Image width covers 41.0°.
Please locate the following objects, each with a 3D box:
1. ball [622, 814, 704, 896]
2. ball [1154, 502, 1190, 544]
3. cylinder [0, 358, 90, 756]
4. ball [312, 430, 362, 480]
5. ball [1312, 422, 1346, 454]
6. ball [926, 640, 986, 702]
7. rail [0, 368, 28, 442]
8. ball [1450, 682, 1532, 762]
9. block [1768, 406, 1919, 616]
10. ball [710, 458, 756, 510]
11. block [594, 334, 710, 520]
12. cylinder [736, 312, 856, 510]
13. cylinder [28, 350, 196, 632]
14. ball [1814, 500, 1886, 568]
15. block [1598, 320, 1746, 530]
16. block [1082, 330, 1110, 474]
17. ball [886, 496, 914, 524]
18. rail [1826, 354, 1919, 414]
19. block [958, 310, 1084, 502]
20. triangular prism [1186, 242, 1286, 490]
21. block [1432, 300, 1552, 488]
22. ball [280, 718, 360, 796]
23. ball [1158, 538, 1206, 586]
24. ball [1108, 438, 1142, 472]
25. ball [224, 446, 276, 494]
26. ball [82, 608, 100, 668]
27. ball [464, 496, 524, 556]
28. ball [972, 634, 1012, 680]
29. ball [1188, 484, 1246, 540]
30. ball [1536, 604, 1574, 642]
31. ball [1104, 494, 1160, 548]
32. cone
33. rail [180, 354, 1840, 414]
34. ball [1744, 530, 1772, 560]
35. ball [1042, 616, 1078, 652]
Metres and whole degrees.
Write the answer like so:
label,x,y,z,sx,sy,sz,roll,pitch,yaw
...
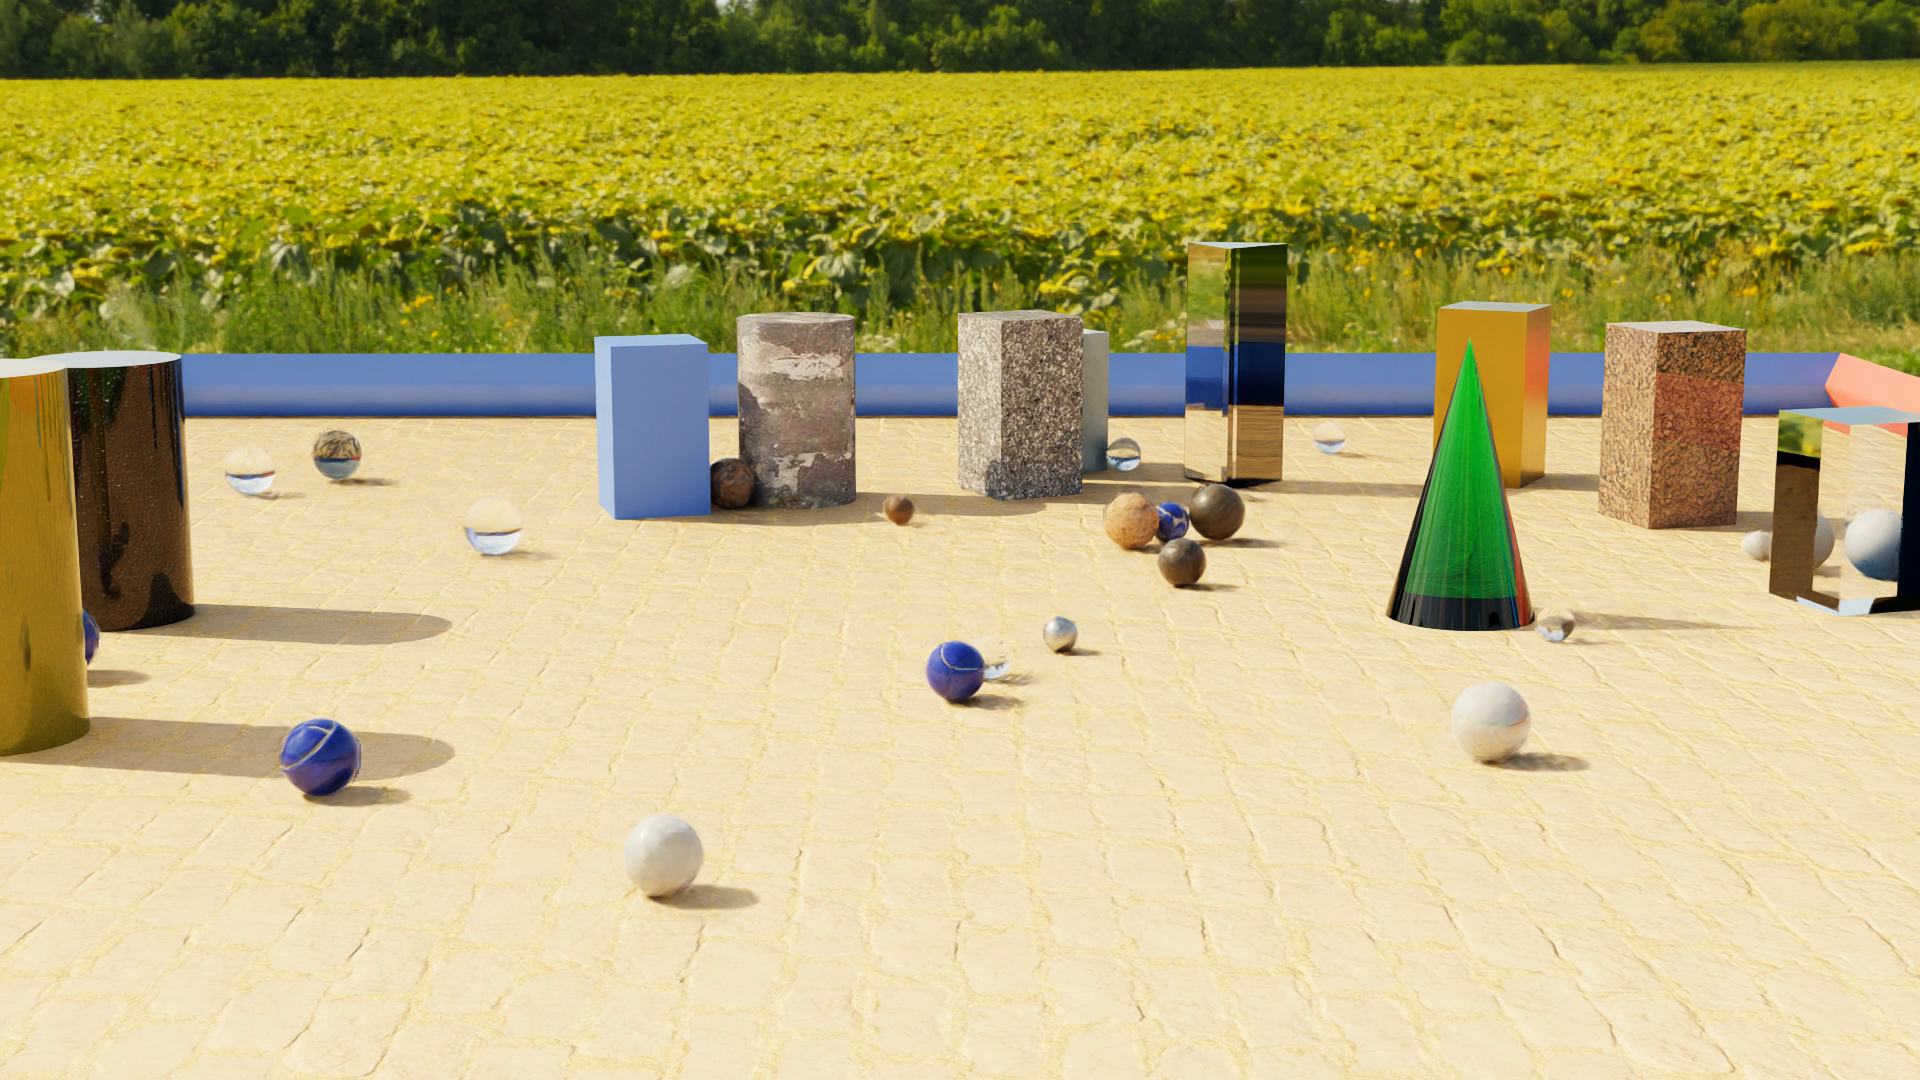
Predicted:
label,x,y,z,sx,sy,sz,roll,pitch,yaw
ball,-0.263,0.280,2.276,0.072,0.072,0.072,0,10,0
ball,0.322,-0.027,3.955,0.064,0.064,0.064,0,10,0
cylinder,-1.062,0.016,2.789,0.198,0.405,0.198,0,10,0
ball,-1.102,-0.151,4.538,0.087,0.087,0.087,0,10,0
ball,0.699,-0.193,4.855,0.063,0.063,0.063,0,10,0
ball,-0.005,0.152,2.974,0.071,0.071,0.071,0,10,0
rail,-1.844,0.035,3.438,0.045,0.129,3.973,0,10,0
ball,0.562,0.192,2.718,0.084,0.084,0.084,0,10,0
block,1.229,-0.043,3.509,0.158,0.258,0.158,-3,11,-17
ball,-0.382,-0.094,4.260,0.086,0.086,0.086,0,10,0
block,-0.508,-0.189,4.235,0.158,0.282,0.158,-3,11,-17
cylinder,-0.276,-0.221,4.331,0.198,0.309,0.198,0,10,0
cylinder,-1.127,-0.068,3.405,0.198,0.346,0.198,0,10,0
ball,1.304,-0.008,3.757,0.099,0.099,0.099,0,10,0
block,1.148,-0.188,4.143,0.158,0.313,0.158,-3,11,-16
block,0.158,-0.254,4.668,0.158,0.252,0.158,-8,13,-36
ball,-0.097,-0.049,4.120,0.047,0.047,0.047,0,10,0
rail,1.844,0.031,3.459,0.045,0.129,3.973,0,10,0
block,0.103,-0.235,4.419,0.158,0.305,0.158,-5,12,-27
triangular prism,0.459,-0.310,4.511,0.148,0.419,0.171,9,14,41
block,0.942,-0.260,4.543,0.158,0.308,0.158,6,12,27
ball,-0.646,0.219,2.589,0.079,0.079,0.079,0,10,0
ball,0.314,0.031,3.627,0.069,0.069,0.069,0,10,0
ball,0.298,-0.156,4.658,0.062,0.062,0.062,0,10,0
ball,-1.218,-0.120,4.400,0.085,0.085,0.085,0,10,0
ball,-1.083,0.120,3.089,0.092,0.092,0.092,0,10,0
ball,-0.702,-0.021,3.856,0.089,0.089,0.089,0,10,0
ball,0.035,0.140,3.080,0.054,0.054,0.054,0,10,0
ball,0.396,-0.043,3.956,0.087,0.087,0.087,0,10,0
ball,0.761,0.106,3.281,0.048,0.048,0.048,0,10,0
ball,0.261,-0.029,3.912,0.084,0.084,0.084,0,10,0
cone,0.670,-0.084,3.406,0.198,0.376,0.198,0,10,0
rail,-0.011,-0.324,5.379,3.735,0.129,0.045,0,10,0
ball,1.191,0.008,3.826,0.043,0.043,0.043,0,10,0
ball,0.126,0.118,3.224,0.045,0.045,0.045,0,10,0
